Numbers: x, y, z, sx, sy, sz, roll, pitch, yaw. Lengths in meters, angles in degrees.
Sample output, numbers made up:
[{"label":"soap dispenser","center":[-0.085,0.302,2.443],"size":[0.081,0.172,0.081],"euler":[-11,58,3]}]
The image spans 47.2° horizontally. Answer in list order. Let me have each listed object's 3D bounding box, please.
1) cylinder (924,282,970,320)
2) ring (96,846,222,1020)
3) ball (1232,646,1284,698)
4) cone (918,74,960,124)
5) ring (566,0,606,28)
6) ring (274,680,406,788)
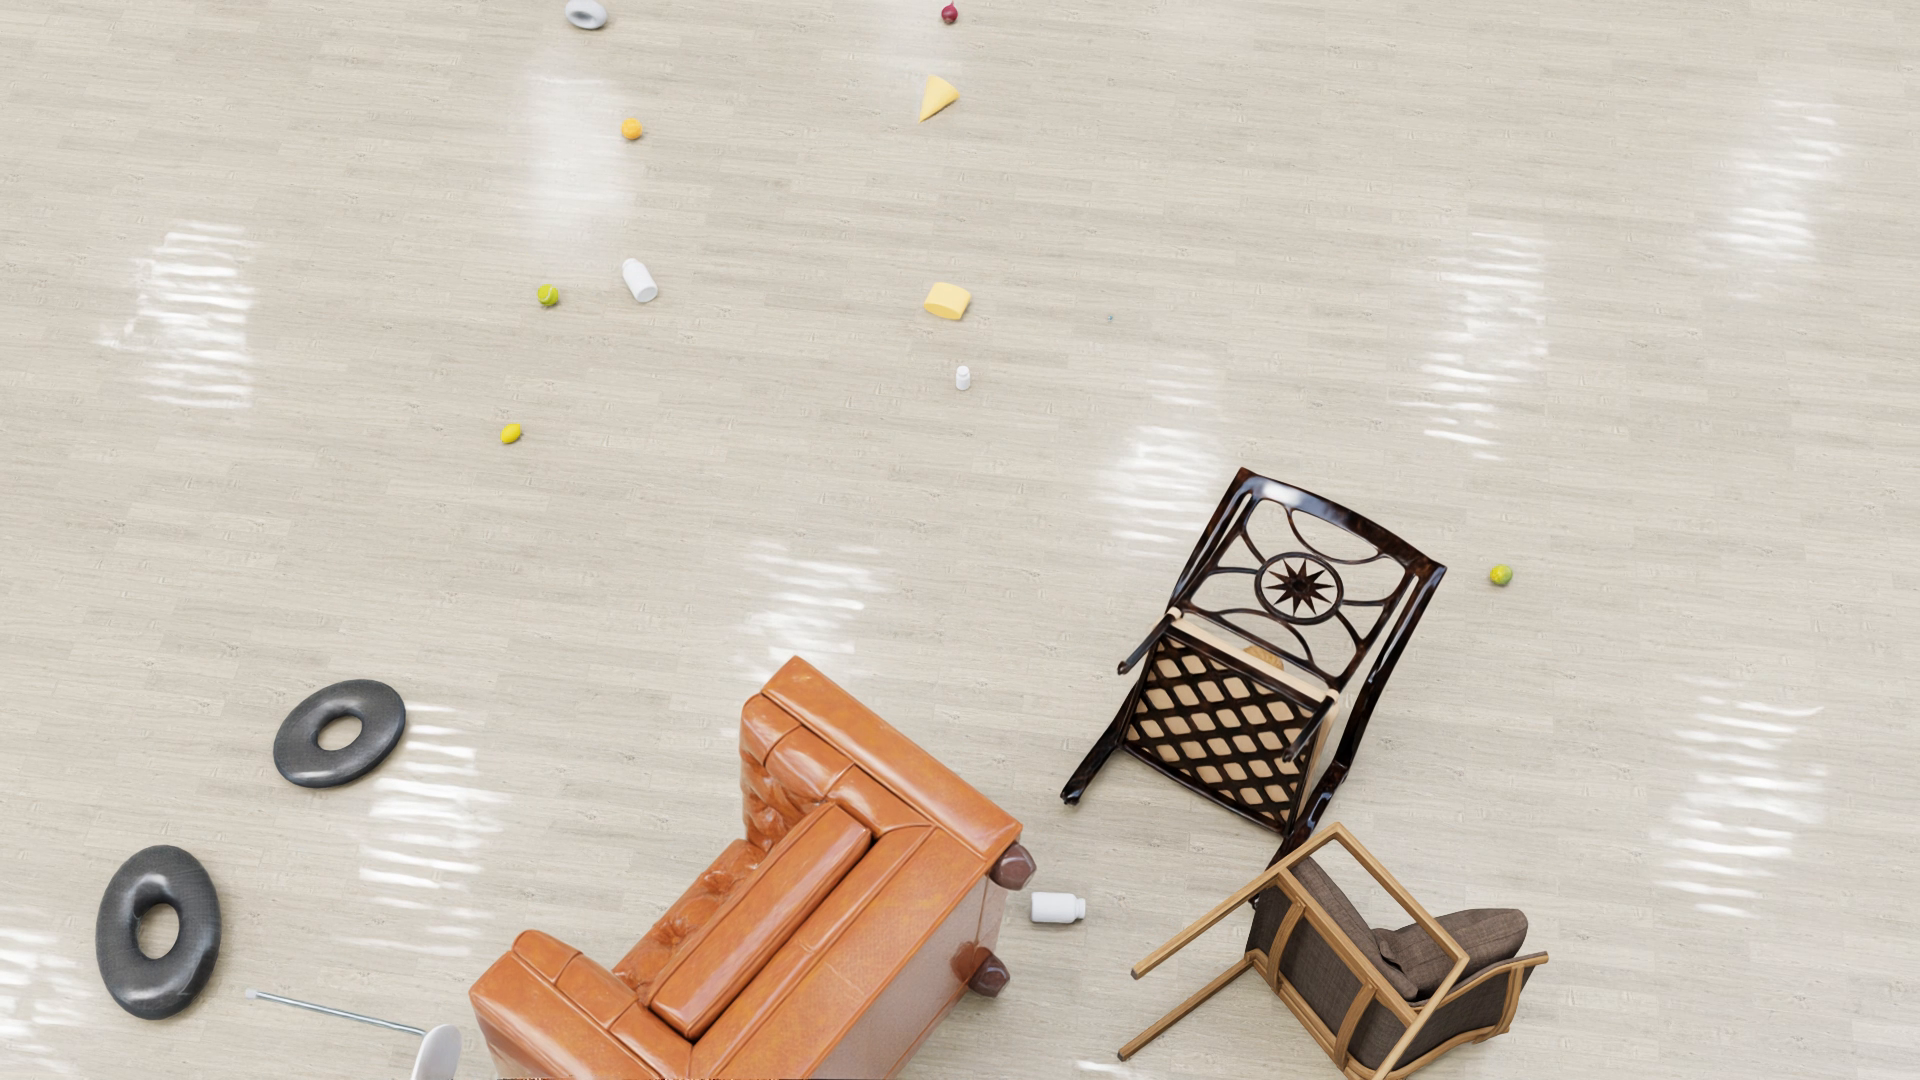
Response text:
[{"label":"cylinder","center":[-0.041,-0.767,7.054],"size":[0.130,0.058,0.092],"euler":[18,58,13]},{"label":"ring","center":[-2.120,1.033,5.816],"size":[0.324,0.109,0.506],"euler":[-10,56,-8]},{"label":"ball","center":[0.844,0.373,6.233],"size":[0.150,0.150,0.150],"euler":[0,56,0]},{"label":"cone","center":[-0.100,-1.494,7.549],"size":[0.128,0.089,0.169],"euler":[33,77,-3]},{"label":"ring","center":[-1.322,-1.860,7.768],"size":[0.150,0.094,0.078],"euler":[14,44,-5]},{"label":"ring","center":[-1.740,0.542,6.171],"size":[0.389,0.066,0.314],"euler":[-35,62,-20]}]
